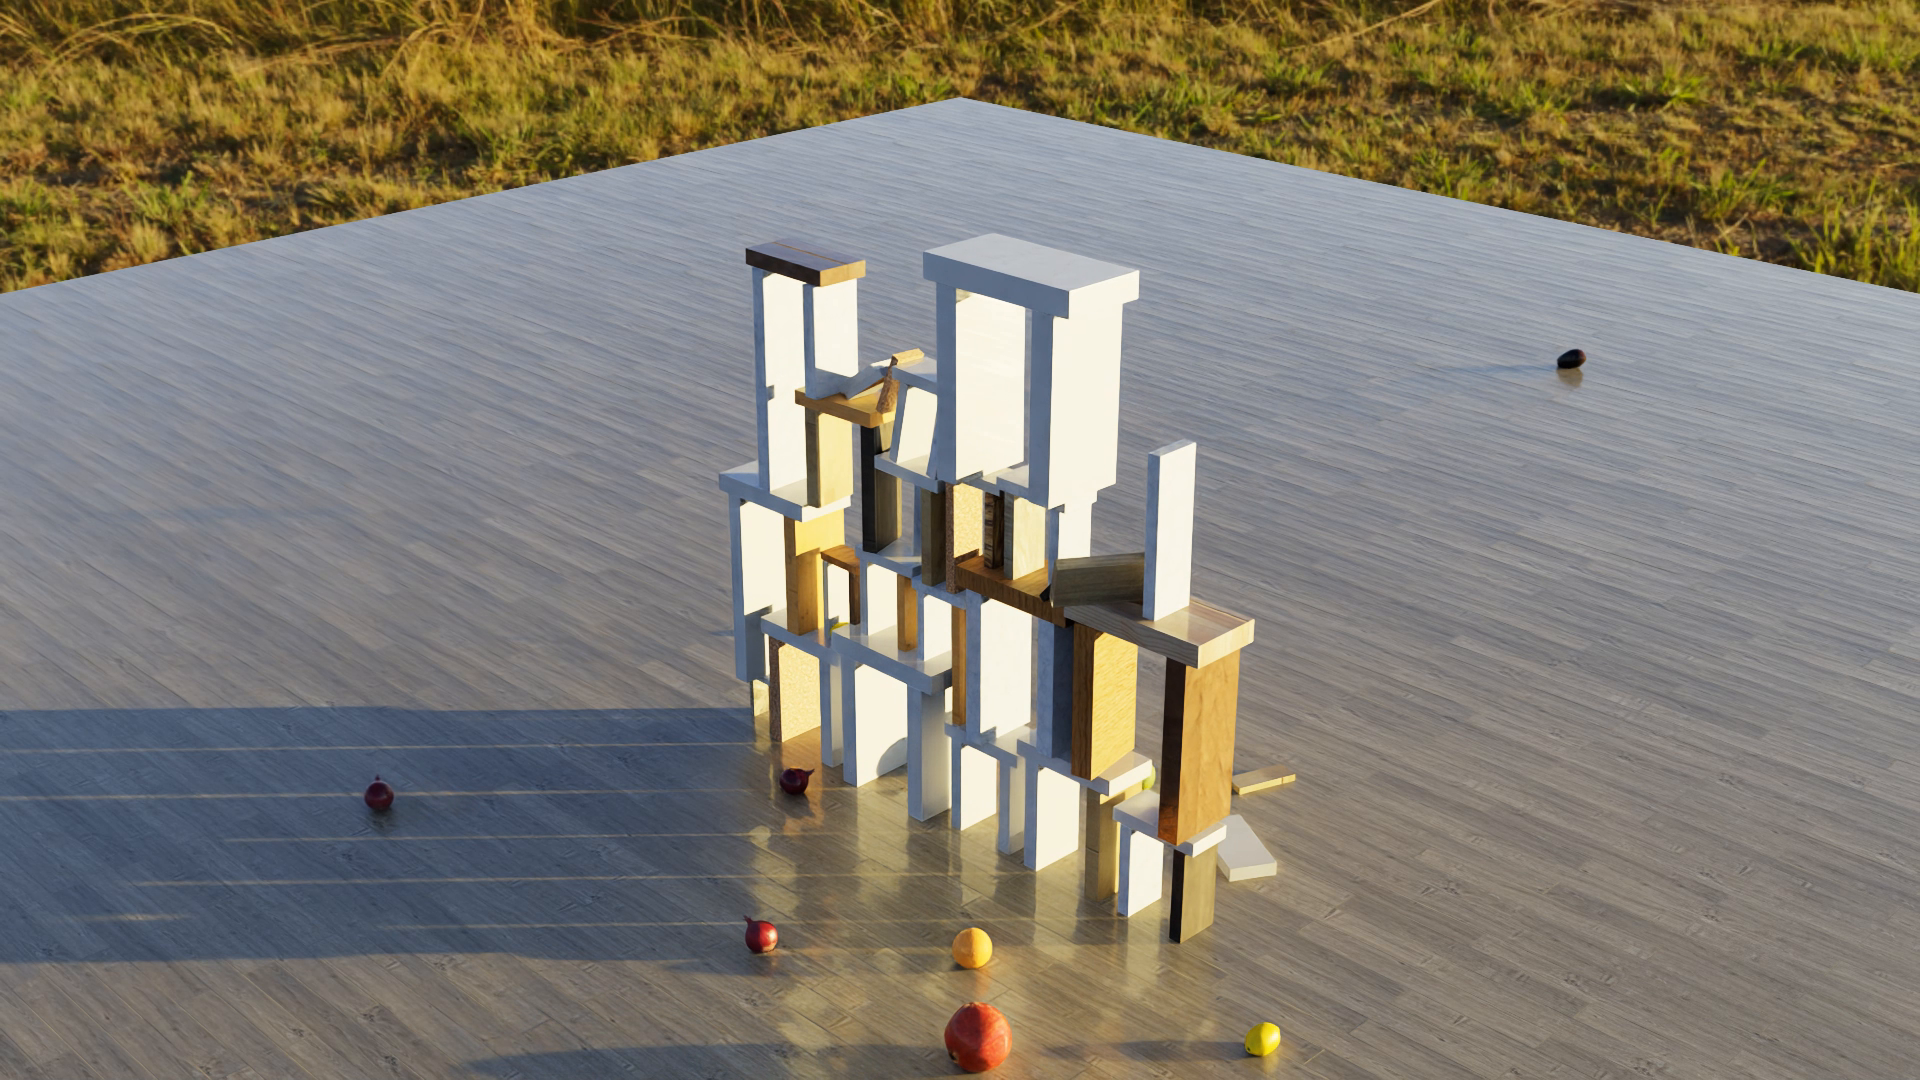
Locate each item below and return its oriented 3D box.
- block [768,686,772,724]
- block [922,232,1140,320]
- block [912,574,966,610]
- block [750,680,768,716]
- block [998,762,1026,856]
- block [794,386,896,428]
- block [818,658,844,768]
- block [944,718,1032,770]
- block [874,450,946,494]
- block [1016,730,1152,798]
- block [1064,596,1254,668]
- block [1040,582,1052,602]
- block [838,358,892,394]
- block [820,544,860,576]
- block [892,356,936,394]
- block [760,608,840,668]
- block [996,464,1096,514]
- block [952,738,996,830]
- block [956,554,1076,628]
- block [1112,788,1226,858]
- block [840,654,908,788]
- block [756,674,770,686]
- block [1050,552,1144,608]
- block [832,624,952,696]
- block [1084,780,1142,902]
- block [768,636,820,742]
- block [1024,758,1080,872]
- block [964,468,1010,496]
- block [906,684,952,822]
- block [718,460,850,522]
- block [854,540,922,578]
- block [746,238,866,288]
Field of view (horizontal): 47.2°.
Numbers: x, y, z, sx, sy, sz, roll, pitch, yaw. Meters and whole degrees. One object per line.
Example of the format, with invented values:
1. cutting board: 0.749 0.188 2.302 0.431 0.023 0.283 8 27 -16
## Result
1. block: -0.396 0.354 4.807 0.047 0.094 0.013 -21 31 -41
2. block: 0.122 -0.469 3.890 0.178 0.050 0.356 -21 31 -40
3. block: -0.017 0.094 4.277 0.074 0.021 0.148 -21 31 -40
4. block: -0.440 0.337 4.847 0.047 0.094 0.013 -21 31 -40
5. block: 0.121 0.508 4.309 0.028 0.199 0.099 21 31 41
6. block: -0.215 -0.273 4.345 0.211 0.030 0.106 20 30 38
7. block: -0.238 0.346 4.633 0.121 0.243 0.034 -21 31 -41
8. block: 0.074 0.385 4.308 0.199 0.028 0.099 21 31 41
9. block: -0.072 -0.138 4.253 0.091 0.026 0.182 -20 30 -39
10. block: 0.233 0.409 4.150 0.118 0.033 0.236 -21 31 -41
11. block: 0.351 0.138 3.902 0.308 0.044 0.154 21 31 40
12. block: 0.195 0.077 3.983 0.102 0.051 0.014 -24 74 -36
13. block: -0.177 -0.322 4.310 0.065 0.018 0.130 -18 -5 -36
14. block: -0.226 0.040 4.493 0.058 0.016 0.115 -20 30 -39
15. block: -0.040 -0.304 4.140 0.085 0.024 0.171 -19 30 -38
16. block: -0.294 0.196 4.632 0.243 0.034 0.121 21 31 41
17. block: 0.157 -0.094 4.011 0.170 0.024 0.085 22 31 40
18. block: 0.028 0.471 4.395 0.028 0.199 0.099 21 31 41
19. block: 0.140 0.084 4.110 0.278 0.039 0.139 21 31 40
20. block: 0.382 0.517 4.023 0.189 0.027 0.095 21 31 40
21. block: -0.177 0.351 4.559 0.042 0.293 0.147 21 30 40
22. block: -0.418 0.296 4.806 0.094 0.013 0.047 21 31 41
23. block: 0.258 0.070 3.881 0.191 0.095 0.027 -4 45 -10
24. block: -0.107 0.224 4.428 0.147 0.042 0.293 -21 31 -40
25. block: 0.289 0.555 4.151 0.118 0.236 0.033 -21 31 -40
26. block: -0.352 0.302 4.739 0.034 0.243 0.122 21 31 41
27. block: 0.178 0.511 4.254 0.118 0.236 0.033 -21 31 -40
28. block: 0.045 -0.121 4.127 0.152 0.022 0.076 21 31 40
29. block: -0.039 0.406 4.428 0.042 0.293 0.147 21 31 41
30. block: -0.367 -0.106 4.579 0.263 0.037 0.131 21 31 40
31. block: -0.124 0.033 4.379 0.163 0.023 0.081 20 30 40
32. block: -0.305 -0.547 4.326 0.114 0.032 0.229 -21 31 -40
